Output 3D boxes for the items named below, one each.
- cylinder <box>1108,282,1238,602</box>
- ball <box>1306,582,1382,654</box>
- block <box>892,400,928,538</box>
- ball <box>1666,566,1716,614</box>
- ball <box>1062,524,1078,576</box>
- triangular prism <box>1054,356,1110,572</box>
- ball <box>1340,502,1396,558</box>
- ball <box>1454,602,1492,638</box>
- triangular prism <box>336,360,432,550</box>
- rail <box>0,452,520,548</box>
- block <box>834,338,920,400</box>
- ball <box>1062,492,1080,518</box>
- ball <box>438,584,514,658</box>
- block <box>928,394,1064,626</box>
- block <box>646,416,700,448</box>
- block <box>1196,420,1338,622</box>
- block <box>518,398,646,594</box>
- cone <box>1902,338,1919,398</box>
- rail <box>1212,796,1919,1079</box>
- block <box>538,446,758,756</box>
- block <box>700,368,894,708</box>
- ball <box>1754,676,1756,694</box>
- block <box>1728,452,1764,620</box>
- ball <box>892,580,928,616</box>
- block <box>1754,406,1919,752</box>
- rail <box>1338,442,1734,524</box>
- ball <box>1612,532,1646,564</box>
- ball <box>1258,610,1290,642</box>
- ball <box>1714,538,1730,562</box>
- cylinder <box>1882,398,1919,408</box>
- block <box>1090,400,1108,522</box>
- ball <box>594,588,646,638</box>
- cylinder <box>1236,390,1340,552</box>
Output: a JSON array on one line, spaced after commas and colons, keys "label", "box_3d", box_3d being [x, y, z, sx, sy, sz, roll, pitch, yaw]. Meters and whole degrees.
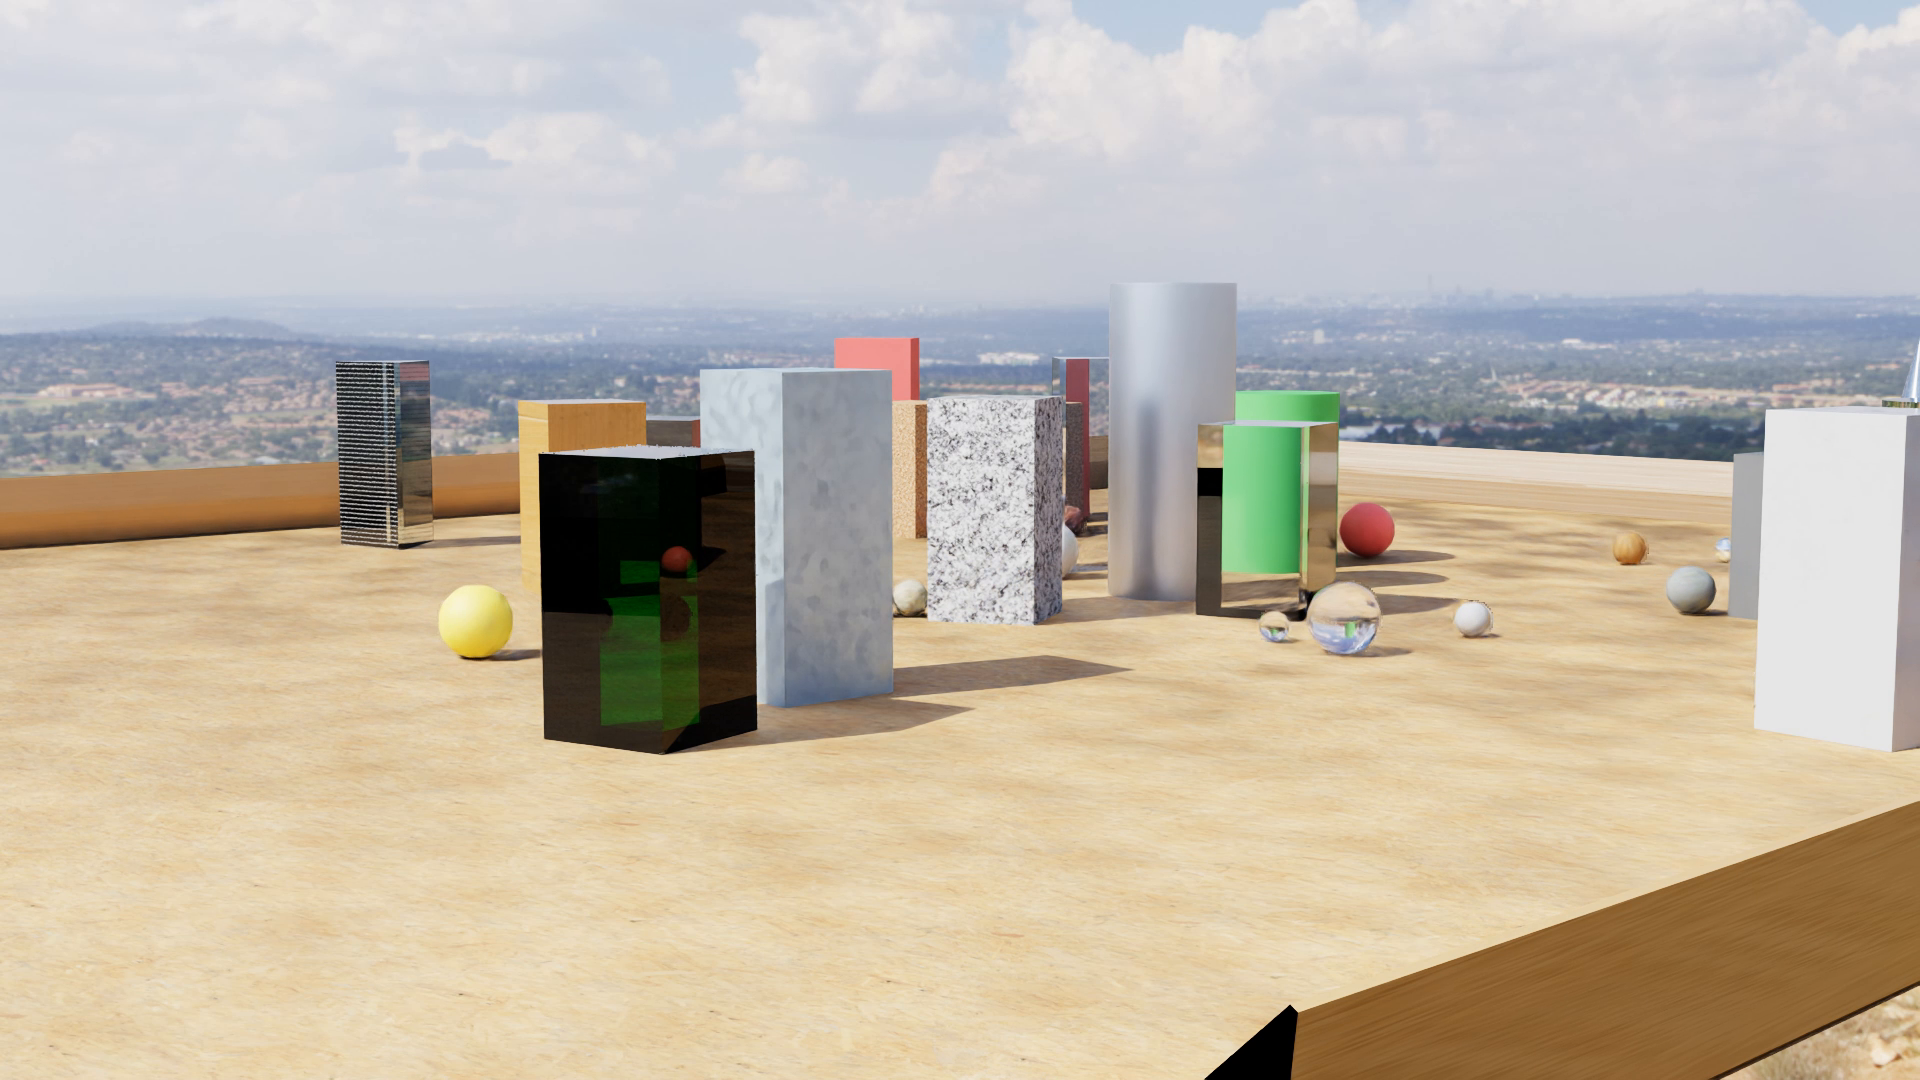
[{"label": "cylinder", "box_3d": [0.332, -0.158, 3.450, 0.198, 0.487, 0.198, 0, 6, 0]}, {"label": "ball", "box_3d": [0.498, 0.101, 2.856, 0.095, 0.095, 0.095, 0, 6, 0]}, {"label": "block", "box_3d": [-0.093, -0.145, 4.408, 0.158, 0.262, 0.158, 5, 8, 42]}, {"label": "ball", "box_3d": [1.077, 0.074, 3.238, 0.070, 0.070, 0.070, 0, 6, 0]}, {"label": "ball", "box_3d": [0.149, 0.016, 3.657, 0.098, 0.098, 0.098, 0, 6, 0]}, {"label": "triangular prism", "box_3d": [0.206, -0.136, 3.830, 0.171, 0.363, 0.148, -4, 7, -32]}, {"label": "ball", "box_3d": [0.738, -0.019, 3.985, 0.099, 0.099, 0.099, 0, 6, 0]}, {"label": "ball", "box_3d": [0.701, 0.109, 3.003, 0.048, 0.048, 0.048, 0, 6, 0]}, {"label": "triangular prism", "box_3d": [-1.068, -0.166, 4.193, 0.171, 0.349, 0.148, 4, 7, 35]}, {"label": "rail", "box_3d": [-1.220, -0.104, 4.647, 4.067, 0.129, 0.045, -5, 8, -42]}, {"label": "block", "box_3d": [-0.174, -0.235, 4.668, 0.158, 0.387, 0.158, 1, 6, 6]}, {"label": "ball", "box_3d": [0.229, -0.076, 4.740, 0.057, 0.057, 0.057, 0, 6, 0]}, {"label": "ball", "box_3d": [-0.622, 0.104, 2.824, 0.095, 0.095, 0.095, 0, 6, 0]}, {"label": "block", "box_3d": [0.052, -0.048, 3.199, 0.158, 0.320, 0.158, 2, 6, 17]}, {"label": "block", "box_3d": [-0.542, -0.100, 4.048, 0.158, 0.248, 0.158, 1, 6, 12]}, {"label": "block", "box_3d": [0.453, -0.032, 3.242, 0.158, 0.280, 0.158, 3, 7, 28]}, {"label": "block", "box_3d": [-0.600, -0.070, 3.501, 0.158, 0.301, 0.158, -3, 7, -27]}, {"label": "cone", "box_3d": [1.488, -0.119, 3.424, 0.198, 0.414, 0.198, 0, 6, 0]}, {"label": "rail", "box_3d": [1.220, 0.171, 2.017, 4.067, 0.129, 0.045, -5, 8, -42]}, {"label": "block", "box_3d": [-0.325, 0.057, 2.302, 0.158, 0.298, 0.158, 4, 7, 32]}, {"label": "block", "box_3d": [-0.190, -0.010, 2.562, 0.158, 0.376, 0.158, -5, 8, -41]}, {"label": "ball", "box_3d": [0.912, 0.161, 2.432, 0.064, 0.064, 0.064, 0, 6, 0]}, {"label": "block", "box_3d": [1.232, -0.005, 3.189, 0.158, 0.238, 0.158, -5, 8, -41]}, {"label": "ball", "box_3d": [-0.072, 0.085, 3.212, 0.053, 0.053, 0.053, 0, 6, 0]}, {"label": "block", "box_3d": [0.959, 0.034, 2.314, 0.158, 0.340, 0.158, -4, 7, -36]}, {"label": "rail", "box_3d": [1.477, -0.108, 4.687, 0.045, 0.129, 3.645, -5, 8, -42]}, {"label": "ball", "box_3d": [1.176, 0.015, 3.863, 0.058, 0.058, 0.058, 0, 6, 0]}, {"label": "ball", "box_3d": [0.424, 0.116, 2.967, 0.042, 0.042, 0.042, 0, 6, 0]}, {"label": "ball", "box_3d": [1.362, 0.018, 3.902, 0.044, 0.044, 0.044, 0, 6, 0]}, {"label": "cylinder", "box_3d": [1.222, -0.001, 2.678, 0.198, 0.336, 0.198, 0, 6, 0]}, {"label": "block", "box_3d": [0.382, -0.167, 4.656, 0.158, 0.255, 0.158, -2, 6, -22]}, {"label": "ball", "box_3d": [-0.463, 0.099, 2.999, 0.069, 0.069, 0.069, 0, 6, 0]}, {"label": "cylinder", "box_3d": [0.565, -0.108, 3.866, 0.198, 0.302, 0.198, 0, 6, 0]}]
